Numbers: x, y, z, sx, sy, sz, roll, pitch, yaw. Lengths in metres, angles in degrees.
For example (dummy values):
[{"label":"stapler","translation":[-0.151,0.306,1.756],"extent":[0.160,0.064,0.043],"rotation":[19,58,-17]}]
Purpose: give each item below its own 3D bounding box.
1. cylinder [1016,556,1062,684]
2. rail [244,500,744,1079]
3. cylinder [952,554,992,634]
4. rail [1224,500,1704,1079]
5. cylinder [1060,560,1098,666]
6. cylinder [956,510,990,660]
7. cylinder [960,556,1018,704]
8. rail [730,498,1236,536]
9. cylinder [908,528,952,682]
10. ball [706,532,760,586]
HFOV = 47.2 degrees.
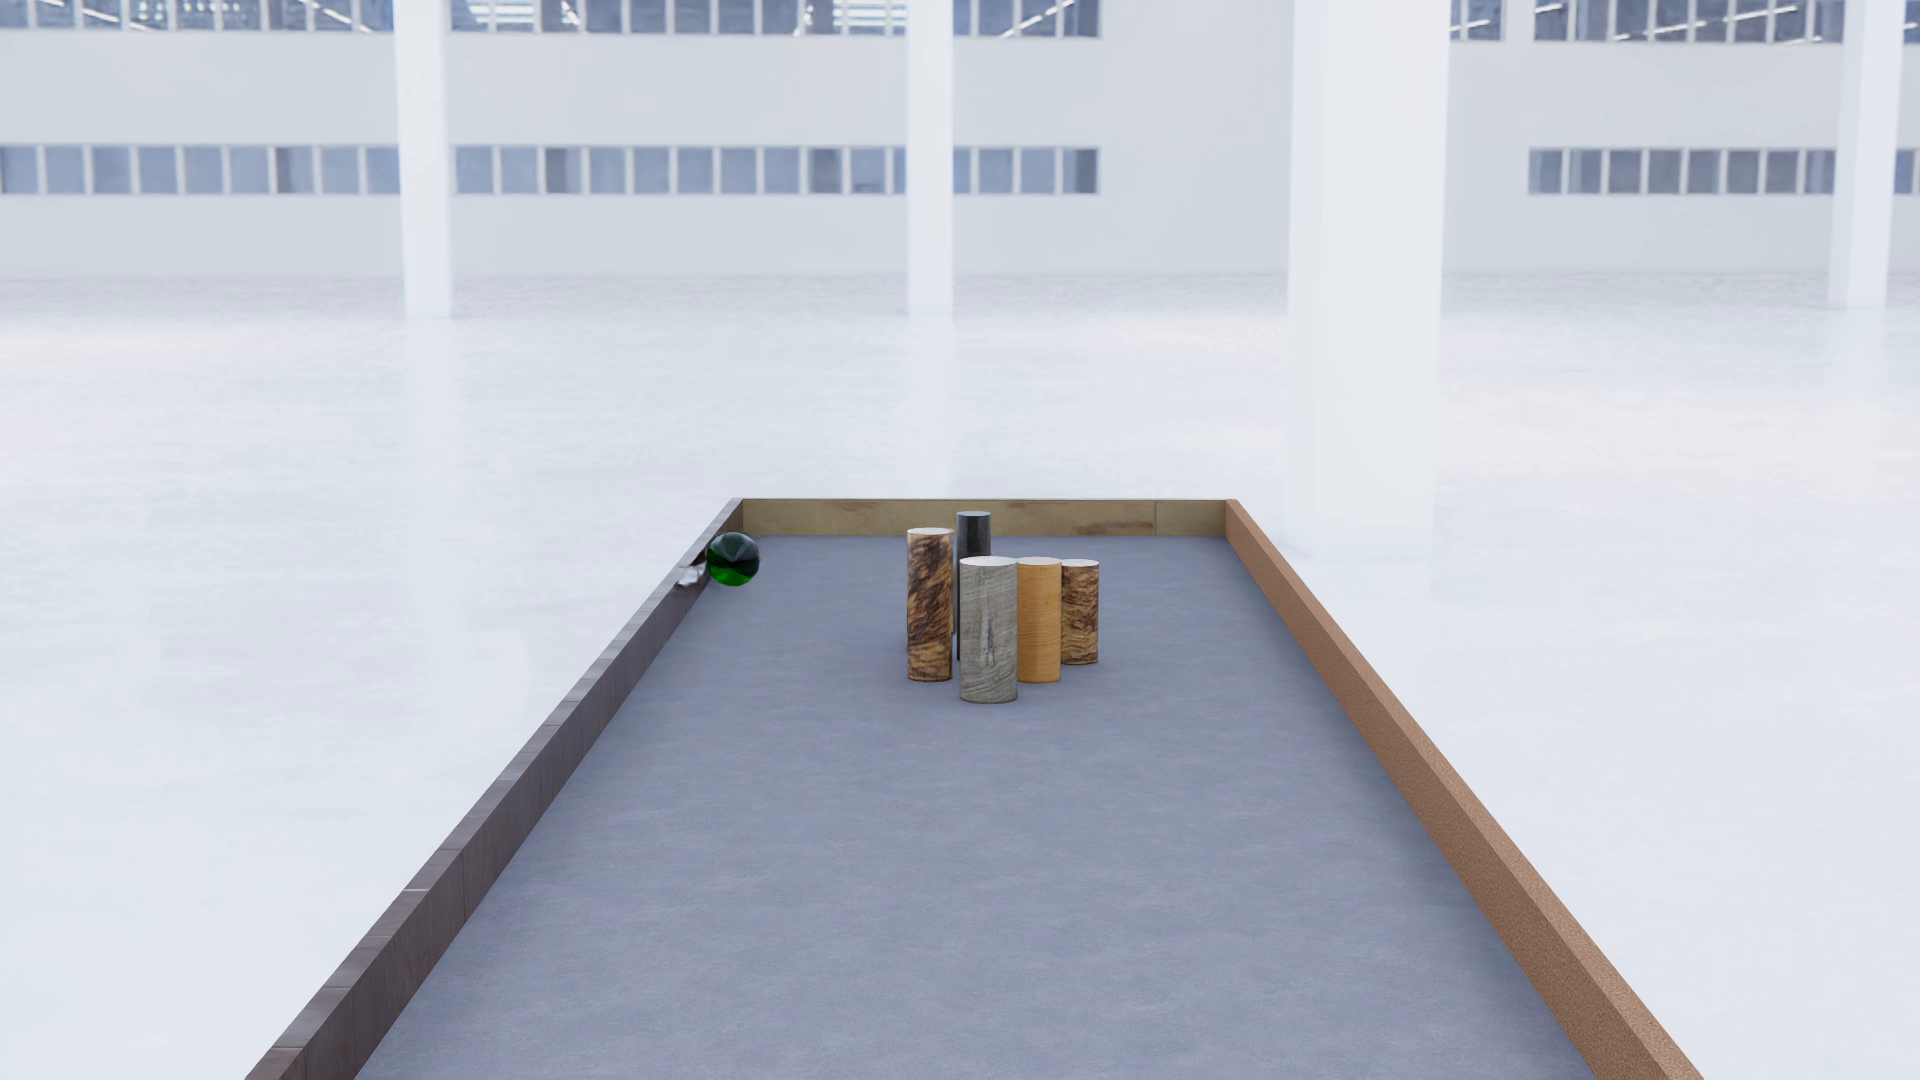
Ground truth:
[{"label":"cylinder","translation":[0.225,0.233,6.419],"extent":[0.140,0.350,0.140],"rotation":[0,9,0]},{"label":"rail","translation":[-1.004,0.839,3.234],"extent":[0.050,0.150,12.000],"rotation":[0,9,1]},{"label":"cylinder","translation":[-0.010,0.179,7.029],"extent":[0.159,0.159,0.340],"rotation":[6,31,32]},{"label":"rail","translation":[1.046,0.843,3.208],"extent":[0.050,0.150,12.000],"rotation":[0,9,1]},{"label":"cylinder","translation":[0.353,0.218,6.669],"extent":[0.134,0.302,0.134],"rotation":[0,9,0]},{"label":"cylinder","translation":[0.041,0.141,6.682],"extent":[0.104,0.449,0.104],"rotation":[0,9,0]},{"label":"cylinder","translation":[0.081,0.252,6.171],"extent":[0.163,0.391,0.163],"rotation":[0,9,0]},{"label":"rail","translation":[0.099,-0.098,9.147],"extent":[2.100,0.150,0.050],"rotation":[0,9,1]},{"label":"cylinder","translation":[-0.087,0.189,6.426],"extent":[0.131,0.436,0.131],"rotation":[0,9,0]},{"label":"ball","translation":[-0.819,0.070,7.945],"extent":[0.196,0.196,0.196],"rotation":[0,9,0]}]
